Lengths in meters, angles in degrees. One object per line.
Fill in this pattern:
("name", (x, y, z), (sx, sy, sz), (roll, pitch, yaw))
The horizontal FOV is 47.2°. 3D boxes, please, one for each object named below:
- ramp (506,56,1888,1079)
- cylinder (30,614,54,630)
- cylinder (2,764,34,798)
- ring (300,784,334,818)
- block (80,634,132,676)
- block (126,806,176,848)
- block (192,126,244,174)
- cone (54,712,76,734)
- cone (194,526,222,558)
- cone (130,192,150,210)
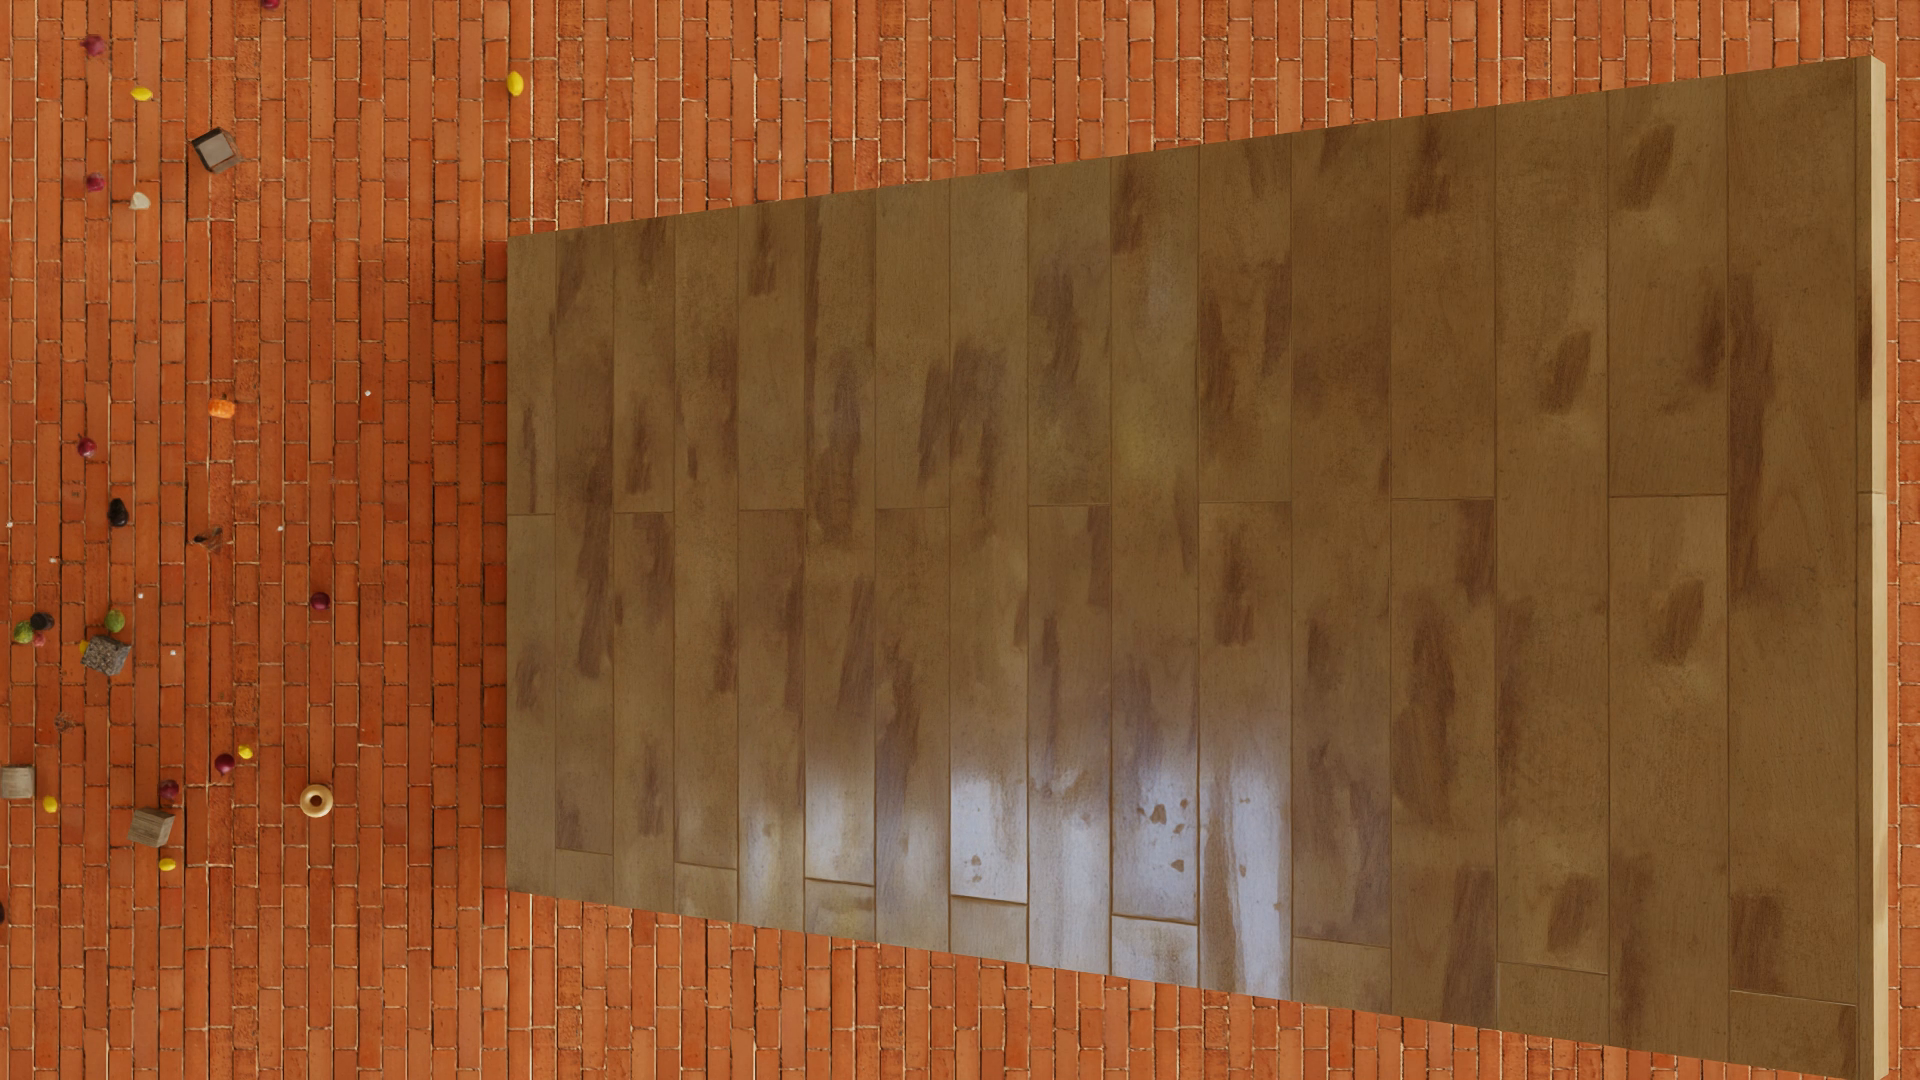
("ramp", (0.225, 0.064, 5.542), (4.000, 0.100, 2.000), (0, 90, 38))
("cylinder", (-2.829, 0.252, 6.778), (0.053, 0.053, 0.053), (0, 87, 3))
("cylinder", (-2.895, 0.742, 6.756), (0.093, 0.093, 0.093), (1, 90, 0))
("ring", (-1.986, 0.805, 6.785), (0.103, 0.034, 0.103), (0, 89, -1))
("block", (-2.625, 0.353, 6.758), (0.094, 0.094, 0.094), (24, 90, 0))
("block", (-2.485, 0.882, 6.755), (0.093, 0.093, 0.093), (18, 90, 0))
("block", (-2.284, -1.197, 6.767), (0.098, 0.098, 0.098), (-28, 90, 0))
("cone", (-2.770, 0.566, 6.768), (0.072, 0.072, 0.072), (0, 90, 0))
("cone", (-2.303, 0.021, 6.787), (0.090, 0.090, 0.090), (-18, 116, 0))
("cone", (-2.552, -1.037, 6.801), (0.061, 0.061, 0.061), (-24, 90, 26))
